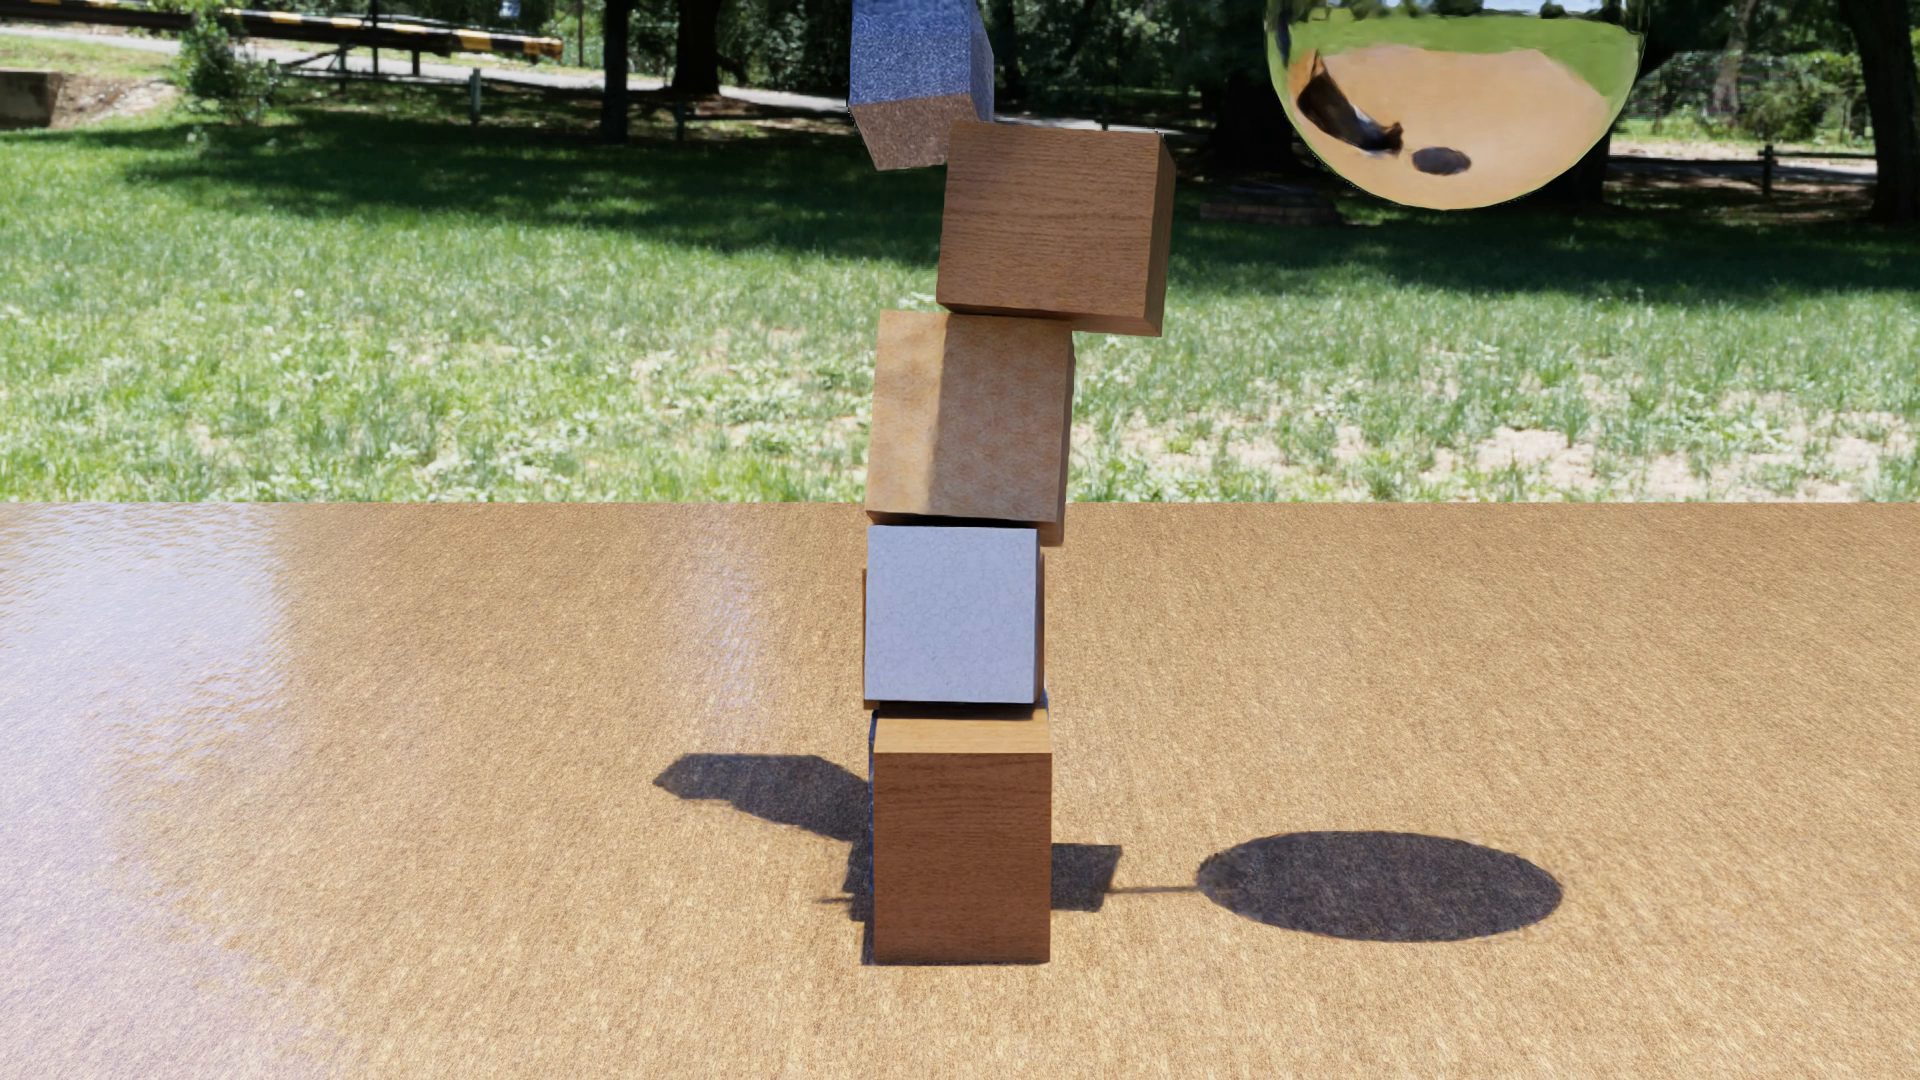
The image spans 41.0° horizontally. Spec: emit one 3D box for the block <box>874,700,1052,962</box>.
[{"bbox_3d":[0.010,1.188,10.605,0.705,0.866,0.852,0,10,0],"label":"block"}]

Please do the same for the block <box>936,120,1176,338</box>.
[{"bbox_3d":[0.430,-1.322,11.041,0.873,0.756,0.879,5,0,9],"label":"block"}]

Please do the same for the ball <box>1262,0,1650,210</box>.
[{"bbox_3d":[2.074,-2.193,10.782,1.600,1.600,1.600,0,10,0],"label":"ball"}]

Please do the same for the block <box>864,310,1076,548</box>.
[{"bbox_3d":[0.062,-0.477,11.365,0.819,0.873,0.862,4,-7,5],"label":"block"}]

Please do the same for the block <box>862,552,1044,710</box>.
[{"bbox_3d":[-0.019,0.405,11.696,0.773,0.637,0.687,1,7,4],"label":"block"}]

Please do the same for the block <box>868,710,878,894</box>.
[{"bbox_3d":[-0.014,1.128,11.430,0.758,0.691,0.729,0,10,0],"label":"block"}]

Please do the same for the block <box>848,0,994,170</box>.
[{"bbox_3d":[-0.172,-2.164,12.072,0.565,0.584,0.571,-4,-24,11],"label":"block"}]

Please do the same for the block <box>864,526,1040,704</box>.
[{"bbox_3d":[-0.021,0.319,10.963,0.700,0.722,0.681,1,-2,3],"label":"block"}]

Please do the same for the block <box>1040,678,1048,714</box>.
[{"bbox_3d":[0.003,1.004,12.176,0.803,0.667,0.764,0,10,0],"label":"block"}]
